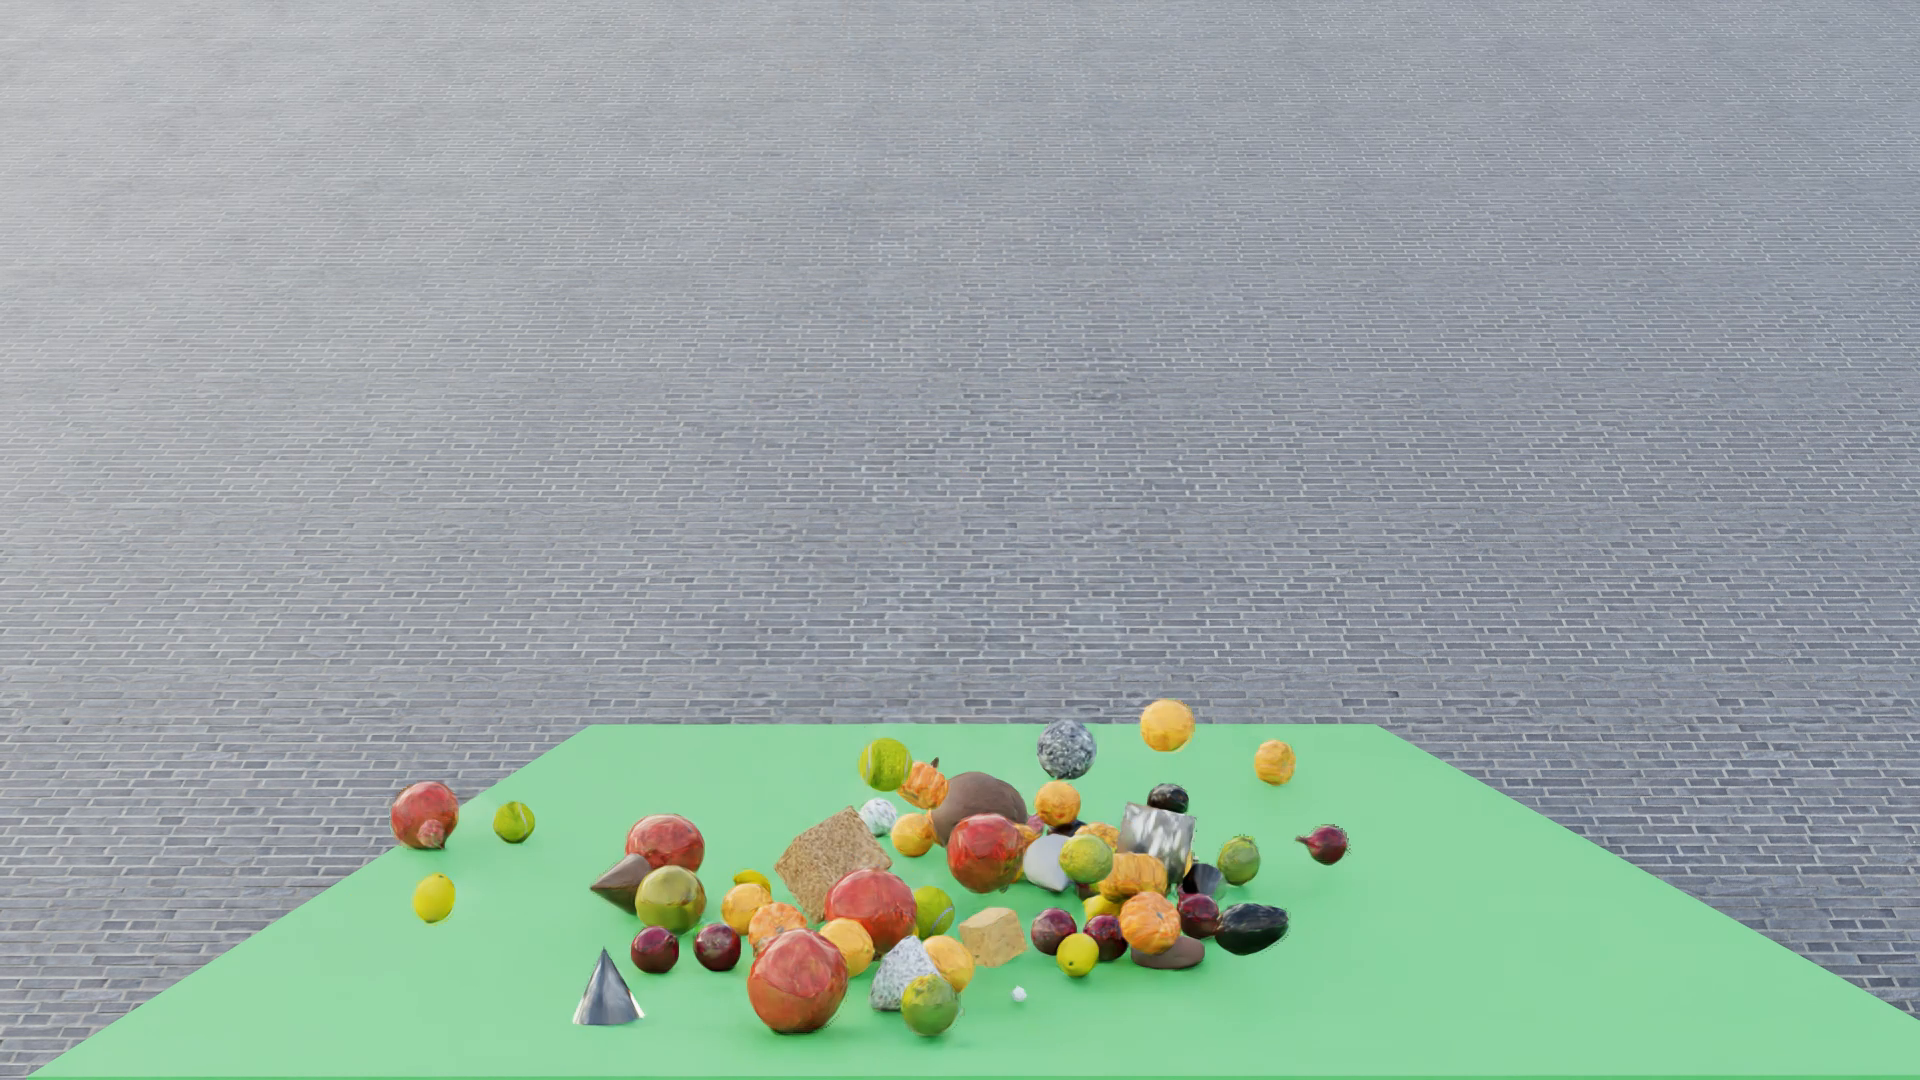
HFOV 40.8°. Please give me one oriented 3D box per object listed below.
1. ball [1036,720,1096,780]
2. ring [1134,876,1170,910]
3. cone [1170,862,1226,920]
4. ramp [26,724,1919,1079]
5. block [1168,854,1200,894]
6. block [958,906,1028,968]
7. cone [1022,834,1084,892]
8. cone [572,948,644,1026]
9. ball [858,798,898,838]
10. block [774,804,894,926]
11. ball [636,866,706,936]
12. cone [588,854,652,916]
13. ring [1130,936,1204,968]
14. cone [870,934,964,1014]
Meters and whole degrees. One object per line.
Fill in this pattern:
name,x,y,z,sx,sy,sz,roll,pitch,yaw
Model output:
ball,0.158,0.312,3.841,0.090,0.090,0.090,0,27,0
ring,0.273,0.481,3.628,0.027,0.080,0.080,20,33,33
cone,0.330,0.503,3.579,0.080,0.080,0.080,2,28,5
ramp,0.061,0.554,4.591,2.000,0.100,4.000,0,1,0
block,0.313,0.489,3.794,0.054,0.054,0.054,2,-1,-35
block,0.039,0.475,3.090,0.052,0.052,0.052,-25,12,-35
cone,0.142,0.489,3.749,0.092,0.092,0.092,-2,20,-4
cone,-0.394,0.491,2.871,0.080,0.080,0.080,-3,2,0
ball,-0.140,0.474,4.411,0.066,0.066,0.066,0,27,0
block,-0.172,0.440,3.490,0.099,0.099,0.099,-28,74,-36
ball,-0.383,0.477,3.416,0.094,0.094,0.094,0,27,0
cone,-0.479,0.476,3.546,0.086,0.086,0.086,24,12,38
ring,0.258,0.512,3.207,0.093,0.031,0.093,-1,0,0
cone,-0.035,0.507,2.894,0.096,0.096,0.096,26,36,25
